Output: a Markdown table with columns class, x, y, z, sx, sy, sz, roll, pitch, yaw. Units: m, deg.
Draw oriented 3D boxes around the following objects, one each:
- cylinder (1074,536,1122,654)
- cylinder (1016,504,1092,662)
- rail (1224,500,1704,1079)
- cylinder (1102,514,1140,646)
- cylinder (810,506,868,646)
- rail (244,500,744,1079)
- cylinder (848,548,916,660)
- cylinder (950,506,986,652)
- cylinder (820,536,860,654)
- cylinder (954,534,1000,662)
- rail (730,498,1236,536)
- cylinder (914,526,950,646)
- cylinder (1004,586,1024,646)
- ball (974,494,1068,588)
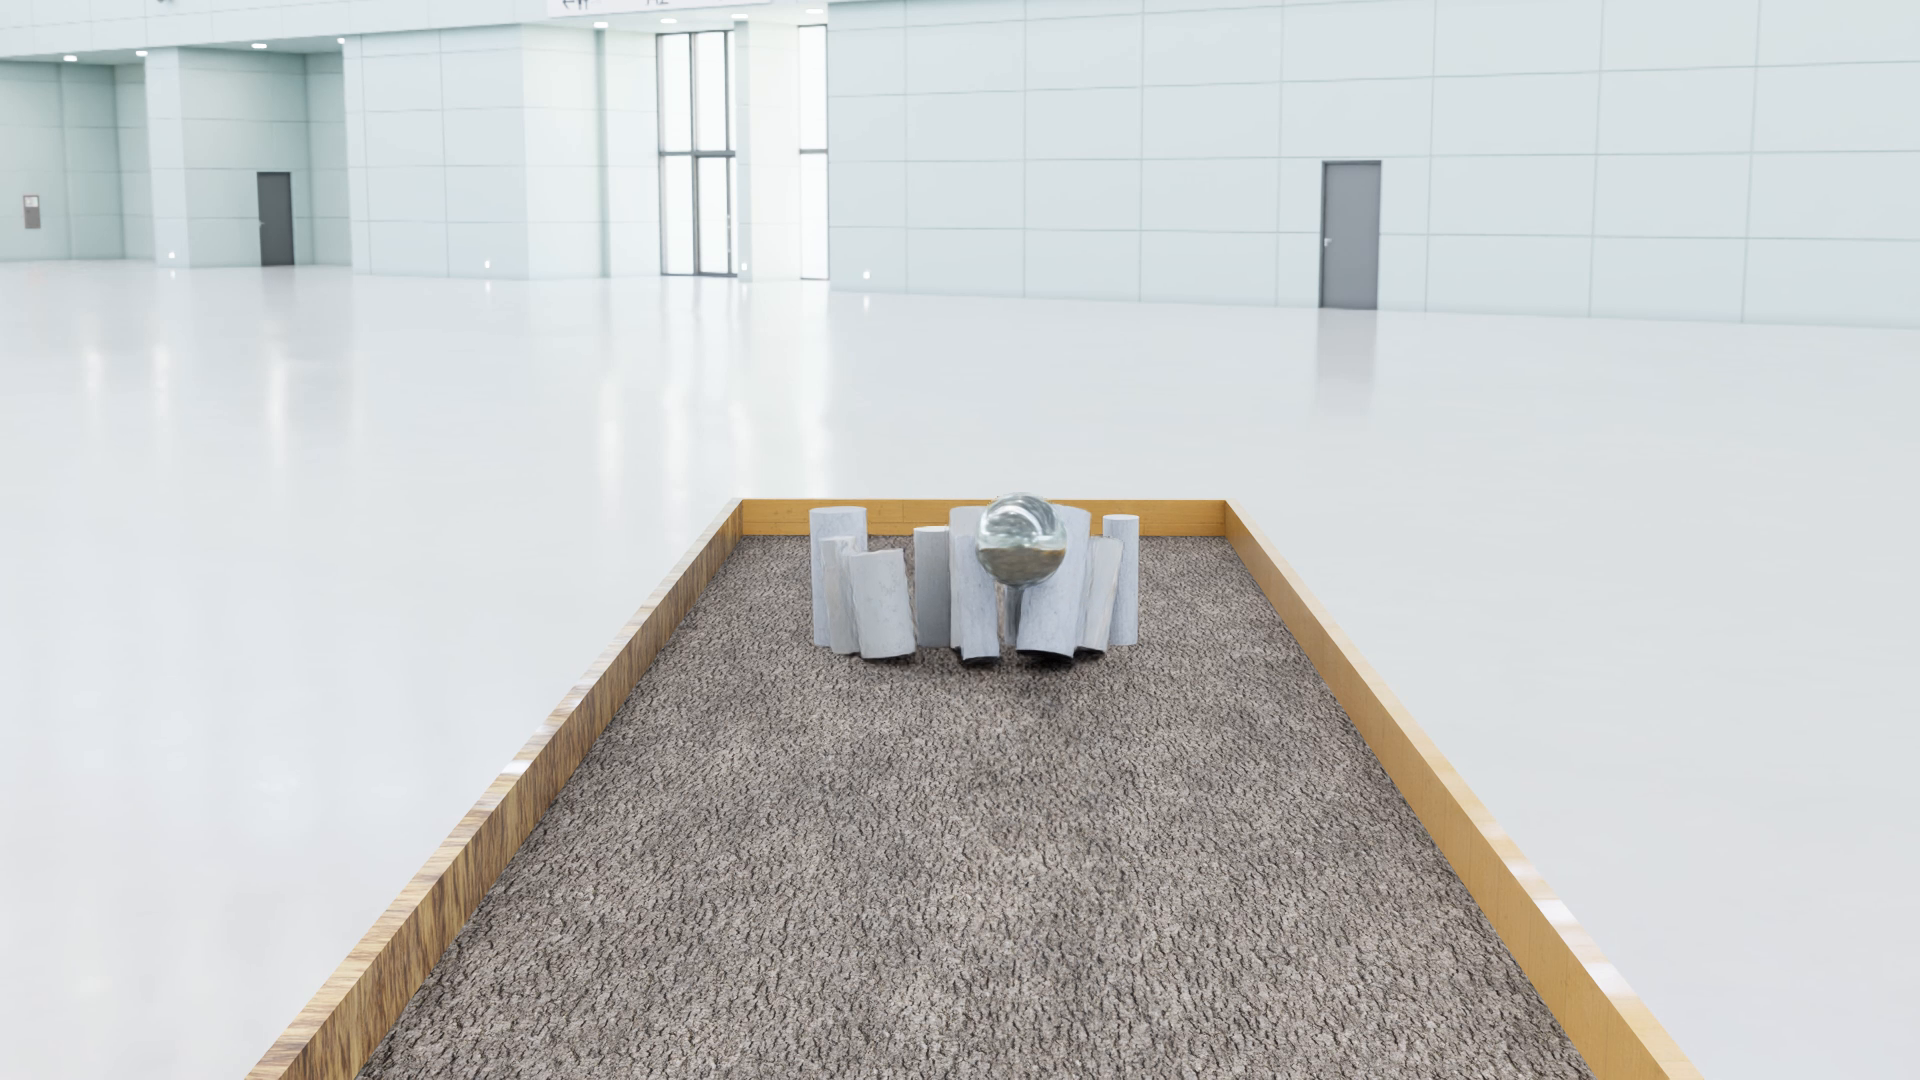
| class | x | y | z | sx | sy | sz | roll | pitch | yaw |
| --- | --- | --- | --- | --- | --- | --- | --- | --- | --- |
| cylinder | 0.406 | 0.170 | 6.759 | 0.138 | 0.342 | 0.138 | 9 | -10 | 2 |
| cylinder | 0.285 | 0.131 | 6.654 | 0.174 | 0.446 | 0.174 | 8 | -12 | 2 |
| rail | 1.046 | 0.843 | 3.208 | 0.050 | 0.150 | 12.000 | 0 | 9 | 1 |
| cylinder | 0.506 | 0.125 | 6.942 | 0.114 | 0.400 | 0.114 | 0 | 9 | 0 |
| cylinder | -0.378 | 0.113 | 6.935 | 0.180 | 0.418 | 0.180 | -2 | 7 | 0 |
| rail | -1.004 | 0.839 | 3.234 | 0.050 | 0.150 | 12.000 | 0 | 9 | 1 |
| cylinder | -0.238 | 0.194 | 6.700 | 0.167 | 0.315 | 0.167 | -7 | 2 | 0 |
| cylinder | 0.037 | 0.122 | 6.786 | 0.136 | 0.435 | 0.136 | 0 | -12 | 0 |
| cylinder | -0.357 | 0.168 | 6.793 | 0.114 | 0.351 | 0.114 | -6 | 6 | 1 |
| cylinder | 0.050 | 0.177 | 6.647 | 0.112 | 0.375 | 0.112 | -4 | -12 | -1 |
| rail | 0.099 | -0.098 | 9.147 | 2.100 | 0.150 | 0.050 | 0 | 9 | 1 |
| cylinder | -0.072 | 0.145 | 6.918 | 0.137 | 0.362 | 0.137 | -1 | 7 | 0 |
| cylinder | 0.197 | 0.113 | 6.925 | 0.113 | 0.429 | 0.113 | 0 | 9 | 0 |
| ball | 0.179 | 0.004 | 6.484 | 0.278 | 0.278 | 0.278 | 0 | 9 | 0 |
